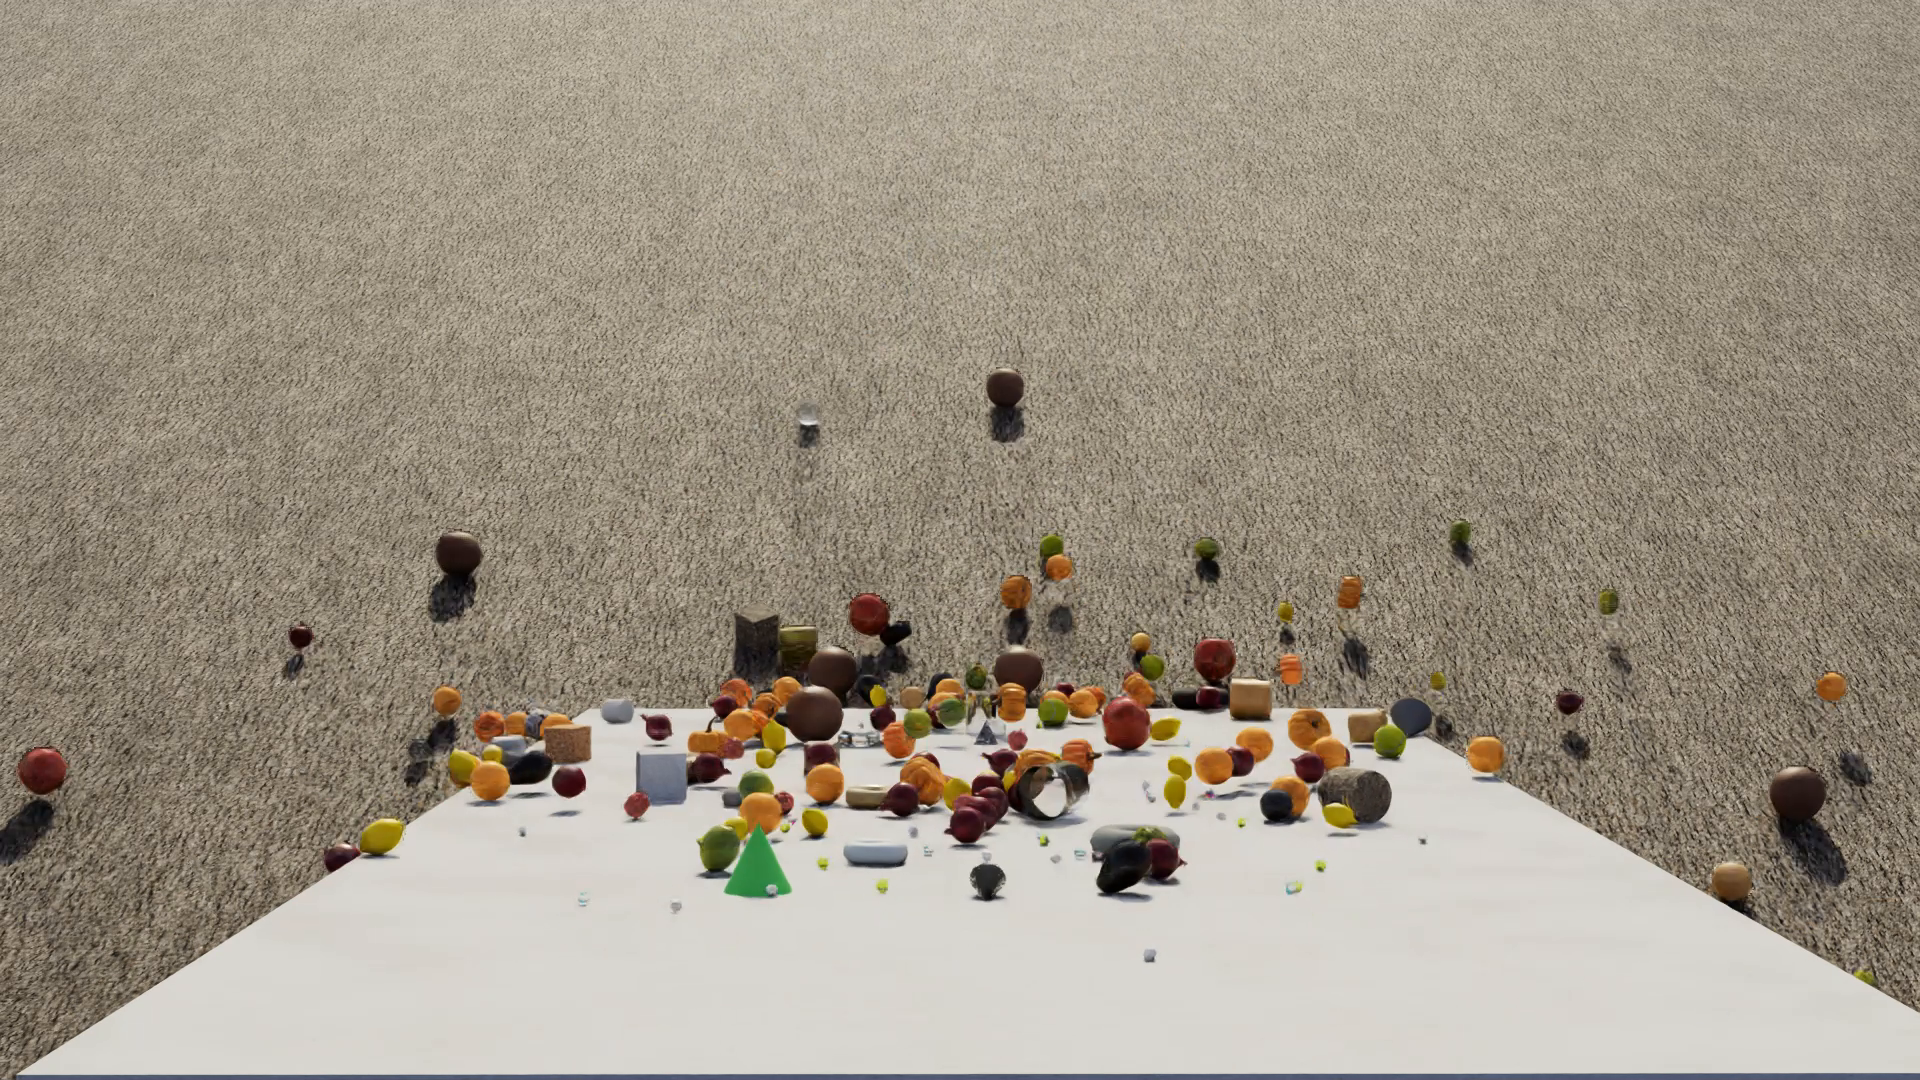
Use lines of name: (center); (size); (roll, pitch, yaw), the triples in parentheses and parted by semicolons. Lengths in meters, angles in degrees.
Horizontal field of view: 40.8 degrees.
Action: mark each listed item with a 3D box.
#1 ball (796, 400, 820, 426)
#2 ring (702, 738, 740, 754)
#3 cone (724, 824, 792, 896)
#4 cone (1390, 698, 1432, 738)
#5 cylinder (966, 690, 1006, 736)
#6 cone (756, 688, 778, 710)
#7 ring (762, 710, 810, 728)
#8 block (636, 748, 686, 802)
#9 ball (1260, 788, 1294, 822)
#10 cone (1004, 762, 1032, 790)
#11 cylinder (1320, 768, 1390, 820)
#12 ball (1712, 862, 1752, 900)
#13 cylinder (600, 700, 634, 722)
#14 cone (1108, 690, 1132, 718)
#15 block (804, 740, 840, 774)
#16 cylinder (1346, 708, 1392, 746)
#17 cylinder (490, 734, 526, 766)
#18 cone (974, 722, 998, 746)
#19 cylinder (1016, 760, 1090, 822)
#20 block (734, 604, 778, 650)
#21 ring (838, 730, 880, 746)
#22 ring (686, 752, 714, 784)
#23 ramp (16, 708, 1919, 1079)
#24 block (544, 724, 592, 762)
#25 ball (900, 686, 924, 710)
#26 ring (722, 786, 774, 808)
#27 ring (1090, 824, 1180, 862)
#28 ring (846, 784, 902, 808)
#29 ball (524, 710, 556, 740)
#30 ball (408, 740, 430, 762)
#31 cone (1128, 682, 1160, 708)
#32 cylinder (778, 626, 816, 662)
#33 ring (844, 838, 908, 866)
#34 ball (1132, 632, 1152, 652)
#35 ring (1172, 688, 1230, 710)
ball: (-0.495, -0.414, 8.425); (0.081, 0.081, 0.081); (0, 26, 0)
ring: (-0.514, 0.442, 5.541); (0.087, 0.029, 0.087); (1, 0, 0)
cone: (-0.289, 0.453, 3.695); (0.099, 0.099, 0.099); (0, 1, 0)
cone: (1.023, 0.425, 5.871); (0.095, 0.095, 0.095); (6, 30, 13)
cylinder: (0.061, 0.398, 5.941); (0.094, 0.094, 0.094); (0, 1, 0)
cone: (-0.484, 0.417, 6.571); (0.057, 0.057, 0.057); (-8, 30, -17)
ring: (-0.412, 0.422, 6.115); (0.110, 0.037, 0.110); (2, 0, 0)
block: (-0.551, 0.433, 4.762); (0.085, 0.085, 0.085); (0, 1, -12)
ball: (0.543, 0.455, 4.426); (0.057, 0.057, 0.057); (0, 26, 0)
cone: (0.113, 0.460, 4.847); (0.061, 0.061, 0.061); (0, 28, 1)
cylinder: (0.680, 0.439, 4.445); (0.089, 0.089, 0.089); (-11, -2, -21)
ball: (1.776, 0.786, 5.936); (0.089, 0.089, 0.089); (0, 26, 0)
cylinder: (-0.825, 0.411, 6.212); (0.056, 0.056, 0.056); (-2, 21, 32)
cone: (0.382, 0.389, 6.331); (0.065, 0.065, 0.065); (-11, 50, -21)
block: (-0.277, 0.435, 5.153); (0.061, 0.061, 0.061); (0, 1, 9)
cylinder: (0.897, 0.409, 5.666); (0.071, 0.071, 0.071); (-19, 10, 39)
cylinder: (-0.928, 0.432, 5.293); (0.060, 0.060, 0.060); (-2, 25, -23)
cone: (0.058, 0.424, 5.704); (0.054, 0.054, 0.054); (0, 1, 0)
cylinder: (0.161, 0.435, 4.476); (0.095, 0.095, 0.095); (14, 7, 26)
block: (-0.557, 0.238, 7.072); (0.086, 0.086, 0.086); (-20, 32, -35)
ring: (-0.221, 0.436, 5.670); (0.095, 0.032, 0.095); (-1, 0, 0)
ring: (-0.555, 0.445, 5.026); (0.149, 0.050, 0.149); (-1, 2, 0)
ramp: (0.059, 0.530, 4.567); (2.000, 0.100, 4.000); (0, 1, 0)
block: (-0.818, 0.425, 5.383); (0.071, 0.071, 0.071); (0, 2, 18)
ball: (-0.122, 0.400, 6.524); (0.061, 0.061, 0.061); (0, 26, 0)
ring: (-0.383, 0.463, 4.652); (0.093, 0.031, 0.093); (-1, 2, 0)
ring: (0.273, 0.471, 4.019); (0.140, 0.047, 0.140); (1, 0, 0)
ring: (-0.155, 0.462, 4.636); (0.104, 0.035, 0.104); (1, 2, 0)
ball: (-1.026, 0.452, 6.313); (0.076, 0.076, 0.076); (0, 26, 0)
ball: (-1.362, 0.531, 6.499); (0.056, 0.056, 0.056); (0, 26, 0)
cone: (0.486, 0.411, 6.612); (0.075, 0.075, 0.075); (-22, 33, -38)
cylinder: (-0.439, 0.281, 6.962); (0.094, 0.094, 0.094); (-4, 26, -8)
ring: (-0.129, 0.479, 3.966); (0.100, 0.033, 0.100); (0, 0, 0)
ball: (0.493, 0.280, 7.021); (0.055, 0.055, 0.055); (0, 26, 0)
ring: (0.616, 0.405, 6.599); (0.148, 0.049, 0.148); (-1, 1, 0)
